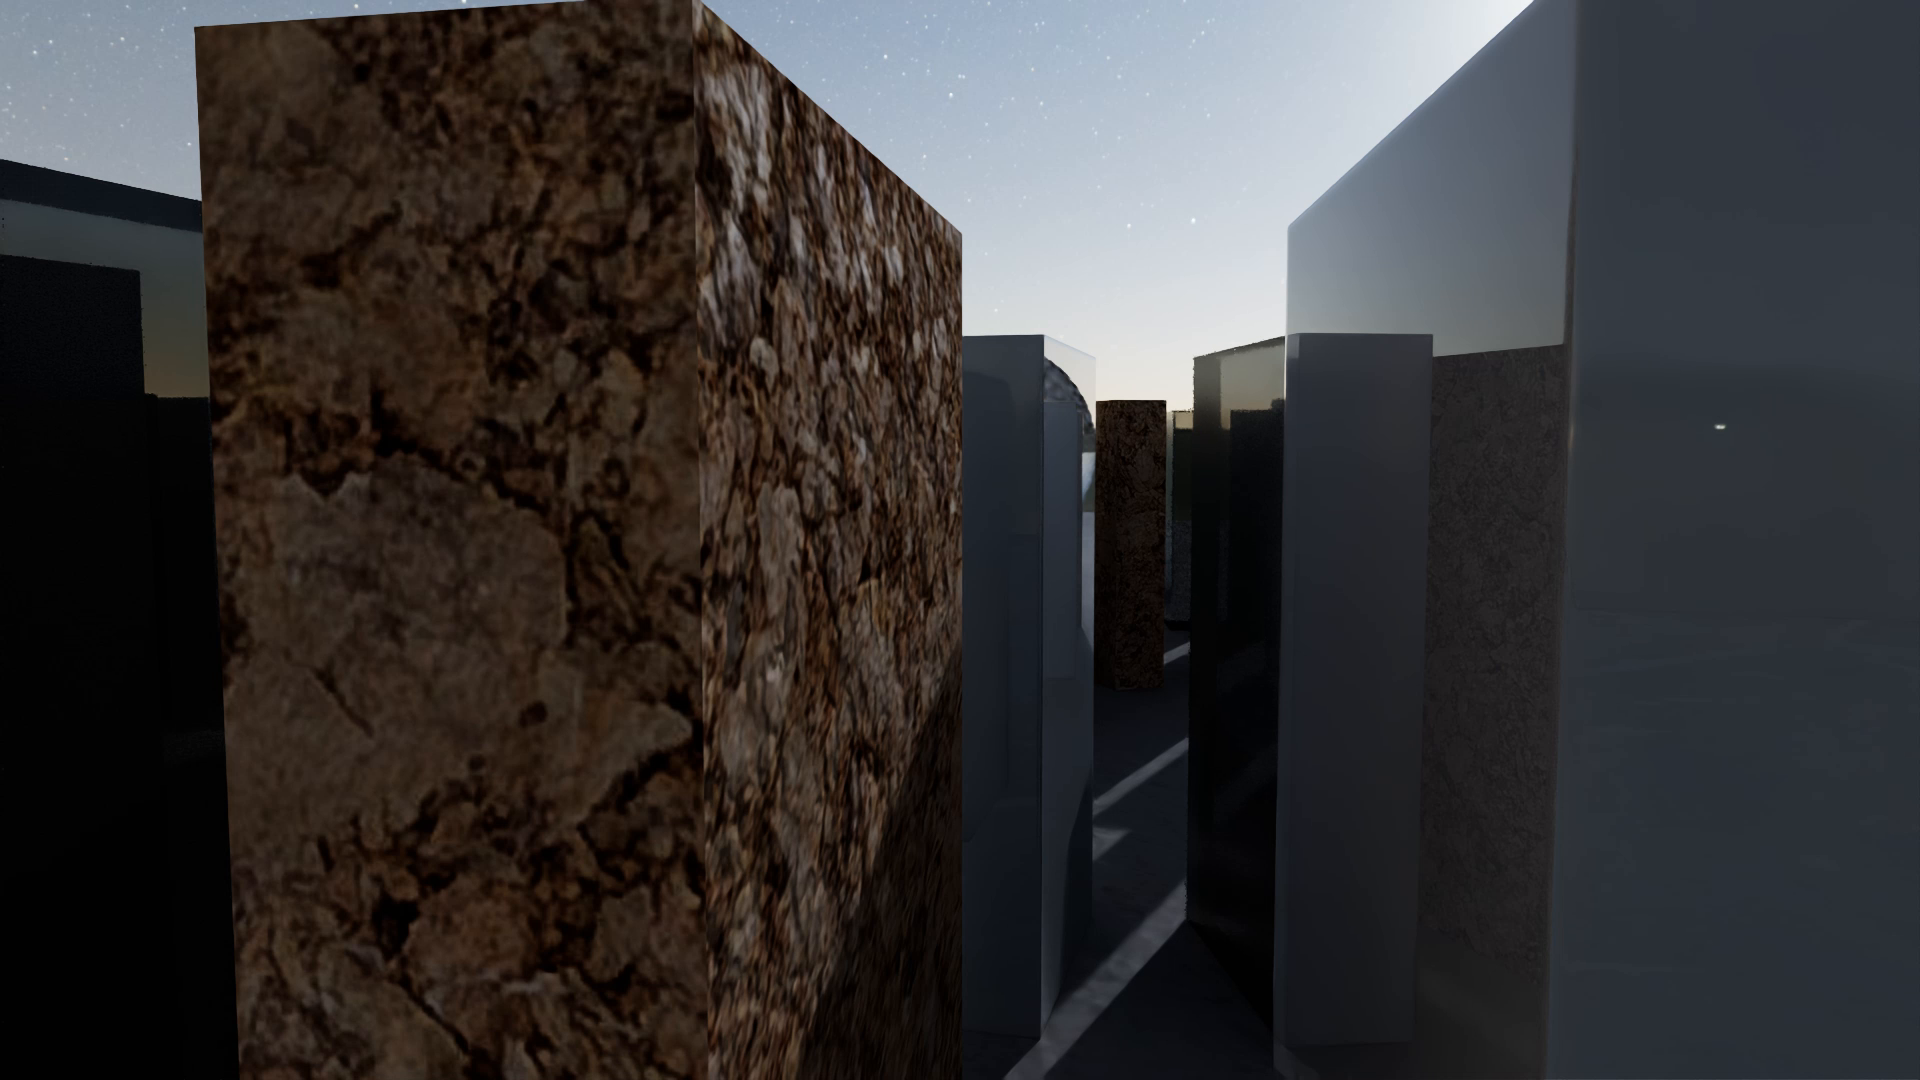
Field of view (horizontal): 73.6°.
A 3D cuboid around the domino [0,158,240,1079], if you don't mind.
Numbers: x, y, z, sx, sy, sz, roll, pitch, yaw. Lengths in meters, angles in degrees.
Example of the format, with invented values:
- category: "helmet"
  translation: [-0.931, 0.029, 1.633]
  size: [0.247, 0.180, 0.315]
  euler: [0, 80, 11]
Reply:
- category: "domino"
  translation: [-0.028, 0.014, 0.042]
  size: [0.009, 0.050, 0.025]
  euler: [1, 4, 17]

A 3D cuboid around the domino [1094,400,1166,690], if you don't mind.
- category: "domino"
  translation: [0.027, 0.000, 0.233]
  size: [0.009, 0.050, 0.025]
  euler: [-2, 5, -21]

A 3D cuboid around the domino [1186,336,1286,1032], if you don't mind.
- category: "domino"
  translation: [0.026, 0.010, 0.101]
  size: [0.009, 0.050, 0.025]
  euler: [0, 4, -6]

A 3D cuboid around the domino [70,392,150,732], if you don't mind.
- category: "domino"
  translation: [-0.139, 0.003, 0.193]
  size: [0.025, 0.050, 0.009]
  euler: [0, 4, 1]

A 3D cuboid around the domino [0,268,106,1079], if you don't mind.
- category: "domino"
  translation: [-0.049, 0.014, 0.049]
  size: [0.009, 0.050, 0.025]
  euler: [2, 5, 24]

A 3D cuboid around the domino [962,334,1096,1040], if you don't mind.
- category: "domino"
  translation: [0.004, 0.010, 0.103]
  size: [0.009, 0.050, 0.025]
  euler: [1, 4, 14]

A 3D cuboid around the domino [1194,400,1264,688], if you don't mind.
- category: "domino"
  translation: [0.049, 0.000, 0.235]
  size: [0.009, 0.050, 0.025]
  euler: [1, 4, 7]

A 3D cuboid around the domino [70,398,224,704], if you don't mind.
- category: "domino"
  translation: [-0.137, 0.001, 0.215]
  size: [0.025, 0.050, 0.009]
  euler: [1, 4, 9]

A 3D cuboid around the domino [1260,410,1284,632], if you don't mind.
- category: "domino"
  translation: [0.075, -0.005, 0.300]
  size: [0.009, 0.050, 0.025]
  euler: [1, 4, 14]

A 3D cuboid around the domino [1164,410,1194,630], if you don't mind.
- category: "domino"
  translation: [0.053, -0.005, 0.303]
  size: [0.009, 0.050, 0.025]
  euler: [0, 4, 3]

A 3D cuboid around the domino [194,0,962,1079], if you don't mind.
- category: "domino"
  translation: [-0.007, 0.015, 0.036]
  size: [0.009, 0.050, 0.025]
  euler: [1, 4, 10]

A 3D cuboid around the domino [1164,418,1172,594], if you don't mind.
- category: "domino"
  translation: [0.051, -0.010, 0.374]
  size: [0.009, 0.050, 0.025]
  euler: [-2, 5, -21]

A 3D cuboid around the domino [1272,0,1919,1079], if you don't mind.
- category: "domino"
  translation: [0.015, 0.015, 0.034]
  size: [0.009, 0.050, 0.025]
  euler: [0, 4, 4]
